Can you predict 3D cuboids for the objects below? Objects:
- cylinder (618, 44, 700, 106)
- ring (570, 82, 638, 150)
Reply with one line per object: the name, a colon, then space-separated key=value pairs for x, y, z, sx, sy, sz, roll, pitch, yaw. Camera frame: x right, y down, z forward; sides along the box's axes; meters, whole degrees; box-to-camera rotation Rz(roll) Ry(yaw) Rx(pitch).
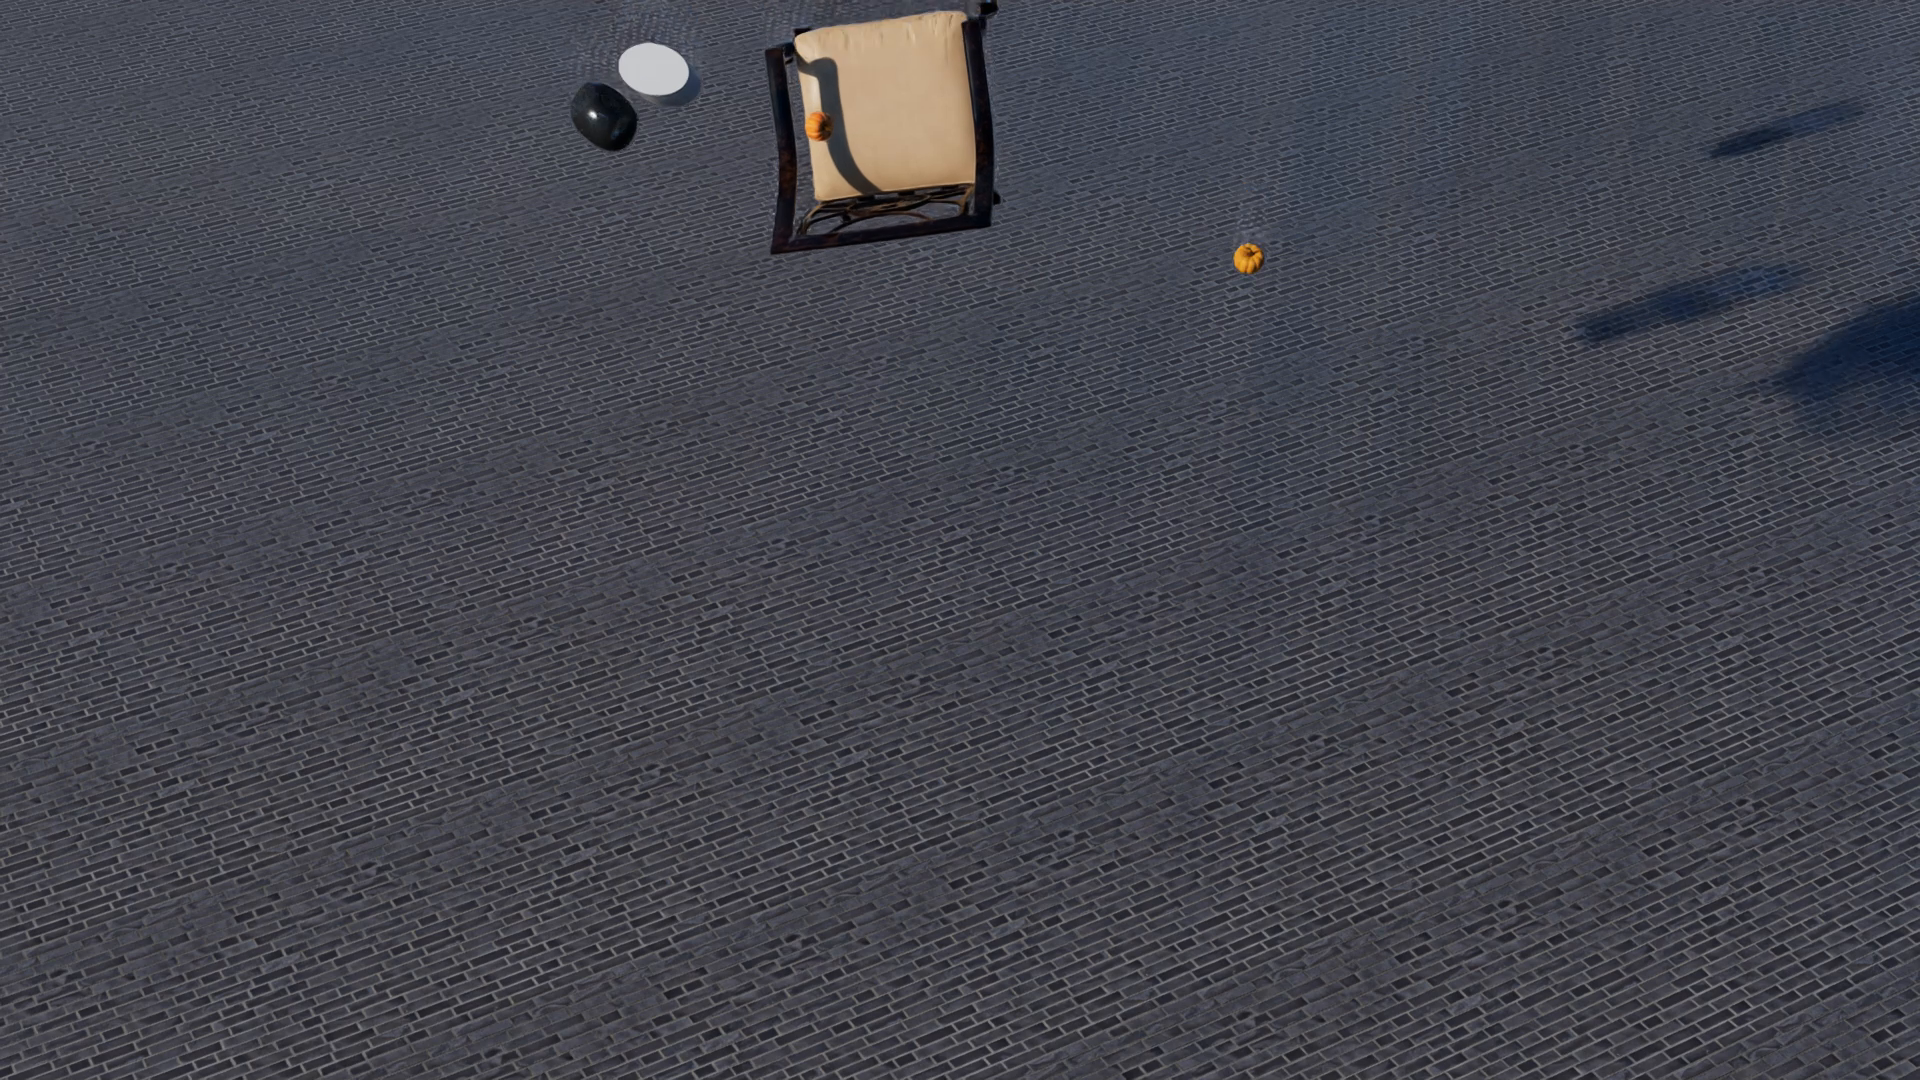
cylinder: x=-0.929 y=-1.438 z=9.073 sx=0.232 sy=0.159 sz=0.132 roll=17 pitch=-3 yaw=13
ring: x=-1.105 y=-1.313 z=9.094 sx=0.186 sy=0.127 sz=0.244 roll=-5 pitch=49 yaw=-51
